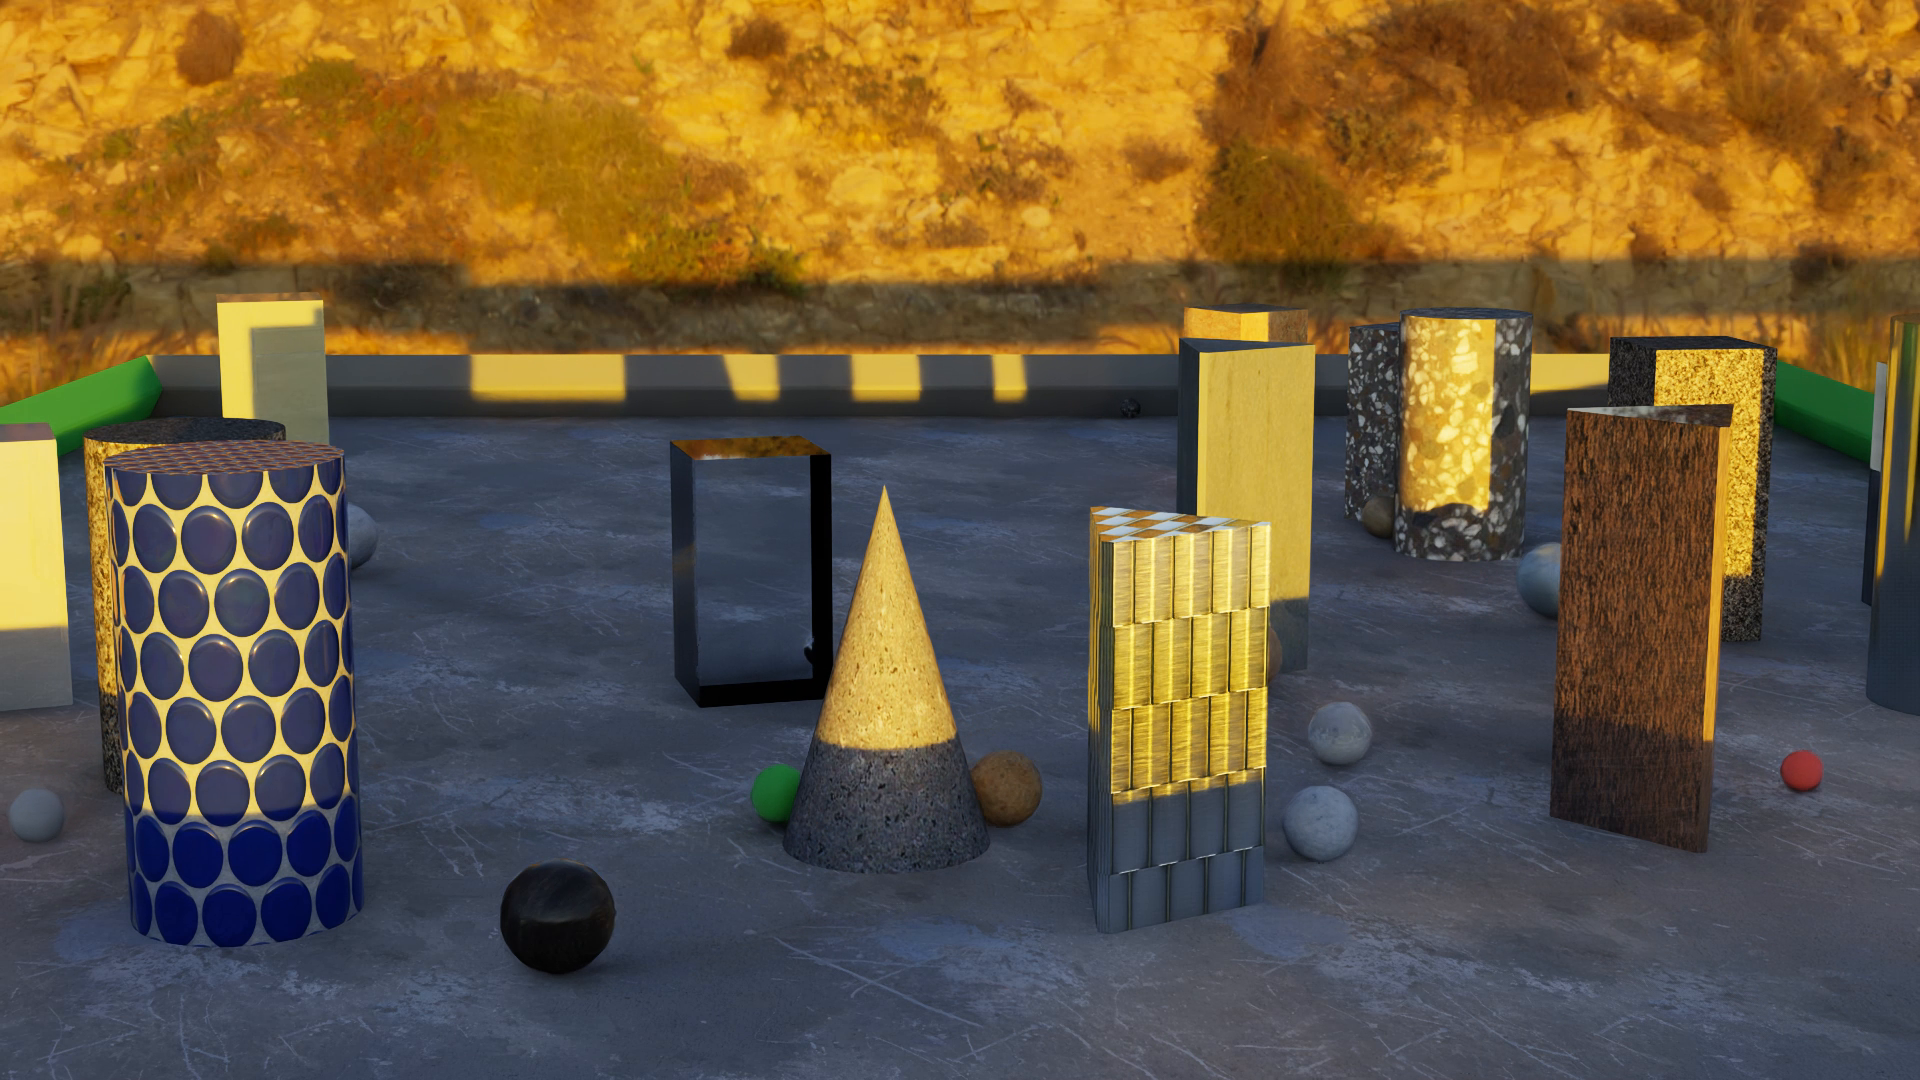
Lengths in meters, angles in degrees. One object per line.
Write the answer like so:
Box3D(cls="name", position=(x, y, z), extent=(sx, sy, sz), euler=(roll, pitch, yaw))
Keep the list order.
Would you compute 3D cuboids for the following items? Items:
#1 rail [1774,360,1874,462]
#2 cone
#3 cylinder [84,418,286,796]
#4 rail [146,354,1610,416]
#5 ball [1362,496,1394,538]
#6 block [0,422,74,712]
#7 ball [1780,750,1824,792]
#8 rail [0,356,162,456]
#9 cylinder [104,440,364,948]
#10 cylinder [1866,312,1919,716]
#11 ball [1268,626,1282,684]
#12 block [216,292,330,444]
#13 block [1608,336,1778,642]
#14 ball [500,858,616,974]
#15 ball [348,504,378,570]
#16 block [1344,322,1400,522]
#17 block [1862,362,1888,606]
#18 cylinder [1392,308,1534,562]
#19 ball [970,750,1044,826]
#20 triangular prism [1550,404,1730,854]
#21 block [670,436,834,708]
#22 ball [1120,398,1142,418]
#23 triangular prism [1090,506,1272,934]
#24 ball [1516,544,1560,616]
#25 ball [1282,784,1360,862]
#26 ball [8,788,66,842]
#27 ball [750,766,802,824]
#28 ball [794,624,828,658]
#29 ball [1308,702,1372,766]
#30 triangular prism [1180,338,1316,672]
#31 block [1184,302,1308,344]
Box3D(cls="rail", position=(1.667, 0.031, 3.458), extent=(0.045, 0.128, 3.929), euler=(0, 10, 0))
Box3D(cls="cone", position=(-0.070, 0.118, 2.405), extent=(0.197, 0.344, 0.197), euler=(0, 10, 0))
Box3D(cls="cylinder", position=(-0.786, 0.066, 2.635), extent=(0.197, 0.361, 0.197), euler=(0, 10, 0))
Box3D(cls="rail", position=(-0.011, -0.321, 5.357), extent=(3.382, 0.128, 0.045), euler=(0, 10, 0))
Box3D(cls="ball", position=(0.658, -0.036, 3.992), extent=(0.067, 0.067, 0.067), euler=(0, 10, 0))
Box3D(cls="block", position=(-1.126, 0.030, 2.973), extent=(0.158, 0.308, 0.158), euler=(-4, 11, -22))
Box3D(cls="ball", position=(0.855, 0.235, 2.604), extent=(0.041, 0.041, 0.041), euler=(0, 10, 0))
Box3D(cls="rail", position=(-1.667, 0.035, 3.439), extent=(0.045, 0.128, 3.929), euler=(0, 10, 0))
Box3D(cls="cylinder", position=(-0.621, 0.126, 2.205), extent=(0.197, 0.400, 0.197), euler=(0, 10, 0))
Box3D(cls="cylinder", position=(1.155, -0.031, 2.936), extent=(0.197, 0.442, 0.197), euler=(0, 10, 0))
Box3D(cls="ball", position=(0.331, 0.134, 3.006), extent=(0.093, 0.093, 0.093), euler=(0, 10, 0))
Box3D(cls="block", position=(-1.086, -0.201, 4.065), extent=(0.158, 0.366, 0.158), euler=(-3, 11, -16))
Box3D(cls="block", position=(0.938, -0.068, 3.319), extent=(0.158, 0.376, 0.158), euler=(-1, 11, -7))
Box3D(cls="ball", position=(-0.326, 0.305, 2.082), extent=(0.093, 0.093, 0.093), euler=(0, 10, 0))
Box3D(cls="ball", position=(-0.898, -0.004, 3.737), extent=(0.098, 0.098, 0.098), euler=(0, 10, 0))
Box3D(cls="block", position=(0.737, -0.187, 4.140), extent=(0.158, 0.312, 0.158), euler=(-9, 14, -40))
Box3D(cls="block", position=(1.321, -0.065, 3.424), extent=(0.158, 0.331, 0.158), euler=(0, 10, -2))
Box3D(cls="cylinder", position=(0.758, -0.163, 3.875), extent=(0.197, 0.360, 0.197), euler=(0, 10, 0))
Box3D(cls="ball", position=(0.044, 0.240, 2.485), extent=(0.074, 0.074, 0.074), euler=(0, 10, 0))
Box3D(cls="triangular prism", position=(0.692, 0.075, 2.475), extent=(0.148, 0.402, 0.171), euler=(-9, 14, -41))
Box3D(cls="block", position=(-0.246, 0.034, 3.014), extent=(0.158, 0.288, 0.158), euler=(-3, 11, -16))
Box3D(cls="ball", position=(0.357, -0.274, 5.347), extent=(0.042, 0.042, 0.042), euler=(0, 10, 0))
Box3D(cls="triangular prism", position=(0.157, 0.148, 2.254), extent=(0.171, 0.338, 0.148), euler=(-6, 12, -30))
Box3D(cls="ball", position=(0.794, 0.053, 3.426), extent=(0.099, 0.099, 0.099), euler=(0, 10, 0))
Box3D(cls="ball", position=(0.334, 0.262, 2.375), extent=(0.071, 0.071, 0.071), euler=(0, 10, 0))
Box3D(cls="ball", position=(-0.877, 0.261, 2.436), extent=(0.051, 0.051, 0.051), euler=(0, 10, 0))
Box3D(cls="ball", position=(-0.176, 0.248, 2.494), extent=(0.055, 0.055, 0.055), euler=(0, 10, 0))
Box3D(cls="ball", position=(-0.186, 0.125, 3.195), extent=(0.041, 0.041, 0.041), euler=(0, 10, 0))
Box3D(cls="ball", position=(0.400, 0.203, 2.702), extent=(0.067, 0.067, 0.067), euler=(0, 10, 0))
Box3D(cls="triangular prism", position=(0.312, -0.041, 3.116), extent=(0.171, 0.397, 0.148), euler=(-7, 13, -33))
Box3D(cls="block", position=(0.516, -0.274, 4.656), extent=(0.158, 0.294, 0.158), euler=(-7, 13, -34))
